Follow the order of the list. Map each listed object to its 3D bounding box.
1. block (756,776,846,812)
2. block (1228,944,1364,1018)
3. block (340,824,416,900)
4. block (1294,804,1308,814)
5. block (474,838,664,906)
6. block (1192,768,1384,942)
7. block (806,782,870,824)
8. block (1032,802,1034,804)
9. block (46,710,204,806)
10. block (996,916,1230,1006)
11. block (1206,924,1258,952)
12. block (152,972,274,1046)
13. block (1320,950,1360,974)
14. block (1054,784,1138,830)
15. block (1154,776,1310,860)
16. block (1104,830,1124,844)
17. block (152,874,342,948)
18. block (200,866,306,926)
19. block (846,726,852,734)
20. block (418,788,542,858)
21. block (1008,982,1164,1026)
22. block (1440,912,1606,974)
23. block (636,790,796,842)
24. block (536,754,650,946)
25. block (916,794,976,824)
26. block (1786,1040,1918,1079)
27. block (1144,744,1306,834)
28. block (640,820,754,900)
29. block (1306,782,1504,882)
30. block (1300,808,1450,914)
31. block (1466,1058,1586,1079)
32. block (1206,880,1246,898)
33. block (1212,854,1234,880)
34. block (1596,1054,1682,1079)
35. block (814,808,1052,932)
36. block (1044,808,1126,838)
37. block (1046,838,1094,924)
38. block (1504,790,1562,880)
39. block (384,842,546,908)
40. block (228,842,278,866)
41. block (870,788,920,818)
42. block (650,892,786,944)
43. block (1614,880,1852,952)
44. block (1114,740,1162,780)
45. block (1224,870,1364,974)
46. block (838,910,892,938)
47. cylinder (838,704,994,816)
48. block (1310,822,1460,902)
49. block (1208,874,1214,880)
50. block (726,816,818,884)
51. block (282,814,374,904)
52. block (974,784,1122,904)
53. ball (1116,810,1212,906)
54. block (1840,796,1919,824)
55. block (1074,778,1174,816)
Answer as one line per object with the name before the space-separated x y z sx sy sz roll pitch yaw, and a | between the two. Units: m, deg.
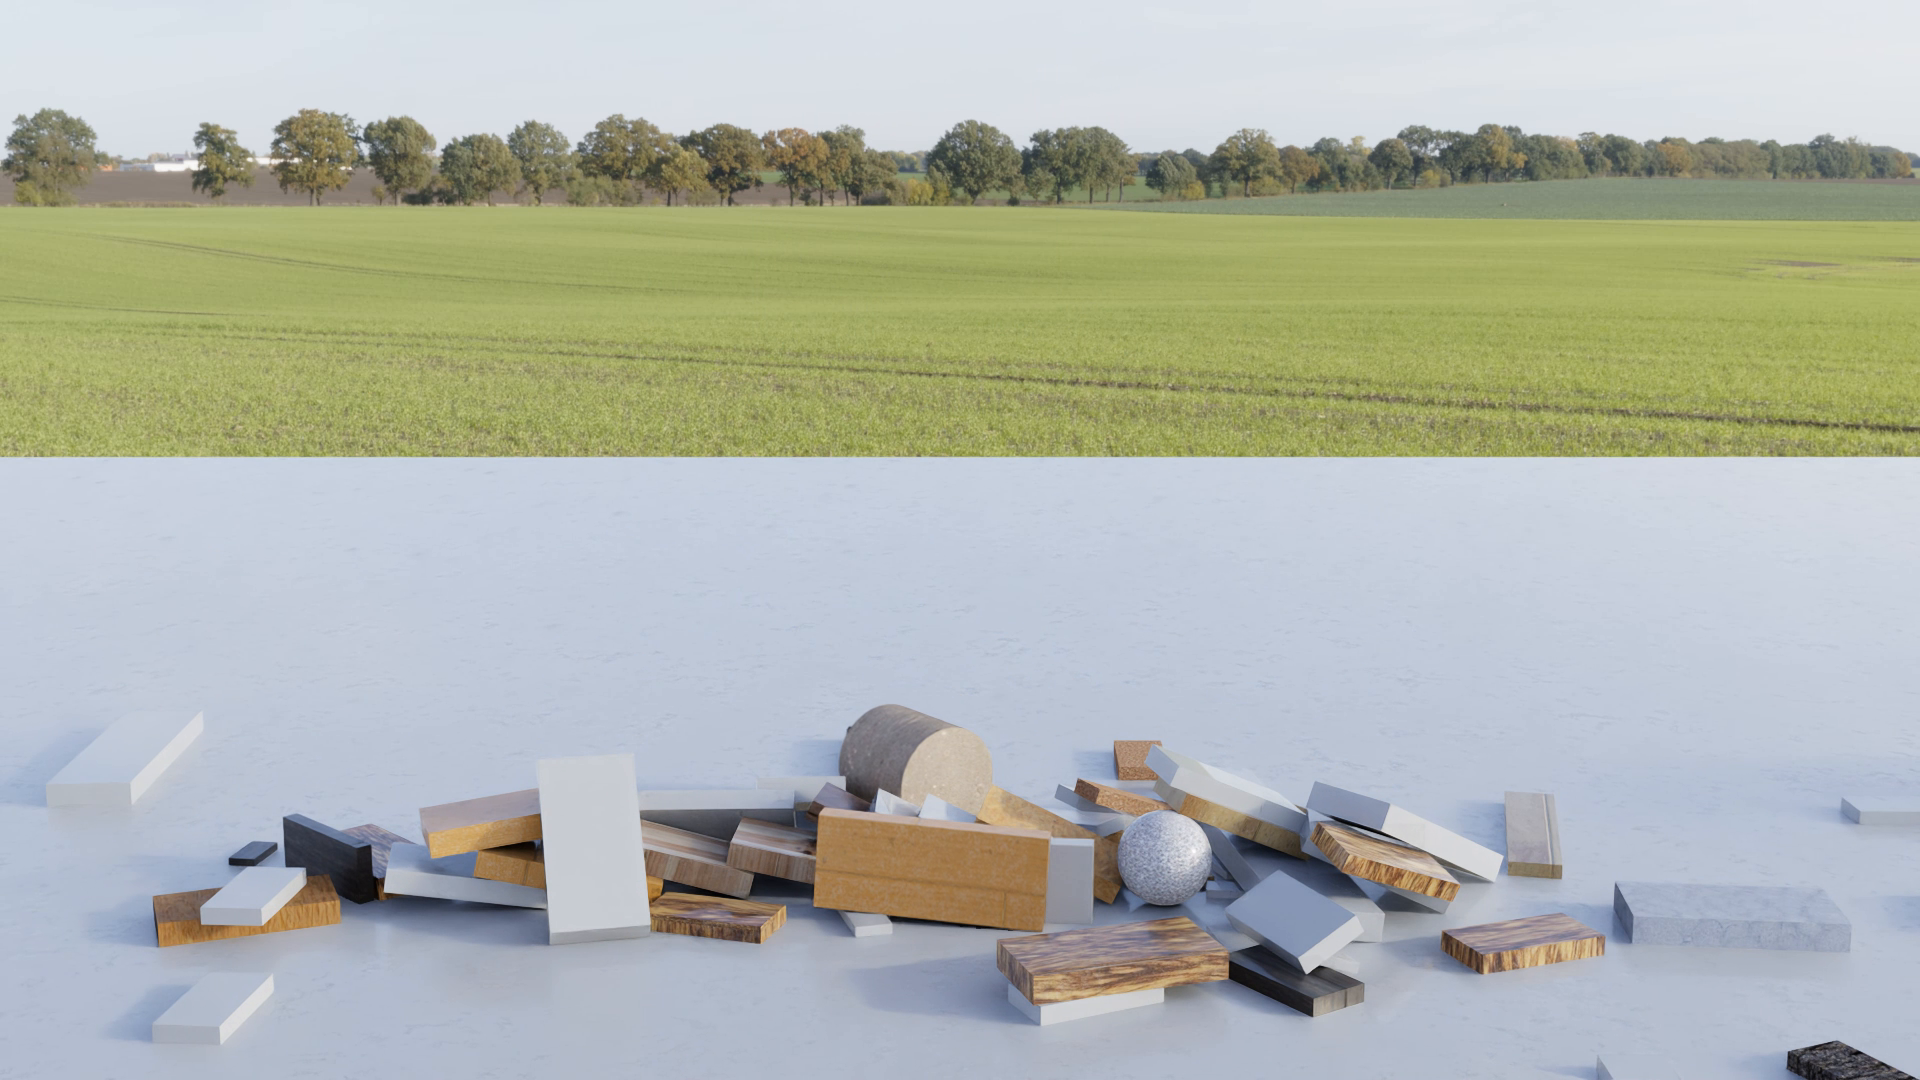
block | -0.290 0.460 3.968 0.153 0.043 0.306 -1 -10 -6
block | 0.491 0.651 3.263 0.102 0.029 0.203 -7 13 -34
block | -1.004 0.551 3.775 0.138 0.039 0.275 -10 14 -43
block | 0.576 0.478 3.825 0.203 0.025 0.089 16 -13 47
block | -0.643 0.539 3.636 0.301 0.043 0.150 12 9 -9
block | 0.527 0.529 3.823 0.164 0.047 0.802 5 10 -9
block | -0.133 0.498 3.735 0.250 0.035 0.125 27 11 3
block | 0.081 0.515 4.002 0.089 0.025 0.177 1 11 8
block | -1.663 0.431 4.404 0.155 0.044 0.532 -1 11 -5
block | 0.224 0.618 3.242 0.306 0.043 0.153 -4 11 -19
block | 0.430 0.627 3.425 0.060 0.017 0.120 -2 11 -11
block | -1.070 0.671 3.157 0.097 0.028 0.194 1 11 4
block | 0.555 0.628 3.329 0.060 0.017 0.120 15 0 -10
block | 0.272 0.495 4.004 0.096 0.027 0.235 18 0 -28
block | 0.460 0.463 3.694 0.253 0.036 0.126 22 5 -18
block | 0.225 0.526 3.860 0.130 0.018 0.065 -8 13 -38
block | -1.148 0.595 3.537 0.275 0.039 0.138 -4 11 -23
block | -1.124 0.567 3.506 0.097 0.028 0.194 1 11 4
block | -0.171 0.428 4.446 0.125 0.035 0.250 0 11 0
block | -0.731 0.457 3.632 0.301 0.043 0.150 -8 11 -18
block | 0.184 0.660 3.211 0.203 0.029 0.102 -5 12 -26
block | 0.871 0.623 3.403 0.222 0.031 0.111 -4 11 -21
block | -0.429 0.493 3.813 0.286 0.143 0.041 0 47 -2
block | -0.589 0.492 3.523 0.155 0.044 0.310 -3 55 -14
block | 0.049 0.515 3.676 0.261 0.037 0.131 26 12 1
block | 1.199 0.716 2.919 0.090 0.025 0.179 -5 12 -24
block | 0.445 0.418 3.692 0.253 0.036 0.126 22 5 -18
block | -0.493 0.523 3.687 0.301 0.043 0.150 15 8 -5
block | 0.747 0.490 3.686 0.329 0.047 0.164 26 -8 -38
block | 0.686 0.530 3.635 0.253 0.036 0.126 24 12 2
block | 0.681 0.736 2.674 0.155 0.044 0.311 7 17 17
block | 0.457 0.584 3.666 0.092 0.013 0.046 1 11 7
block | 0.460 0.562 3.785 0.046 0.013 0.092 -4 11 -19
block | 0.904 0.723 2.882 0.090 0.025 0.179 0 11 1
block | -0.045 0.527 3.522 0.371 0.153 0.043 5 9 7
block | 0.193 0.501 3.885 0.177 0.025 0.089 -1 6 38
block | 0.084 0.546 3.548 0.261 0.131 0.037 1 9 8
block | 1.026 0.526 3.947 0.090 0.025 0.417 2 11 13
block | -0.803 0.554 3.628 0.275 0.039 0.138 8 9 -12
block | -1.238 0.549 3.852 0.047 0.013 0.094 1 11 7
block | -0.035 0.507 3.726 0.250 0.035 0.125 25 11 -4
block | -0.395 0.603 3.518 0.209 0.029 0.102 3 11 18
block | 1.224 0.598 3.498 0.329 0.047 0.164 1 11 6
block | 0.361 0.440 4.401 0.096 0.027 0.192 0 11 1
block | 0.505 0.579 3.349 0.111 0.031 0.222 -33 21 -14
block | -0.156 0.605 3.544 0.060 0.017 0.145 -3 11 -16
cylinder | -0.081 0.421 4.026 0.203 0.203 0.203 -8 13 -35
block | 0.682 0.516 3.527 0.222 0.031 0.111 18 14 -24
block | 0.379 0.573 3.724 0.092 0.013 0.046 -4 11 -20
block | -0.239 0.535 3.697 0.286 0.041 0.143 12 11 0
block | -1.064 0.535 3.700 0.240 0.097 0.028 10 15 43
block | 0.152 0.507 3.677 0.261 0.037 0.131 25 22 3
ball | 0.336 0.521 3.611 0.156 0.156 0.156 0 11 0
block | 1.740 0.502 4.076 0.179 0.025 0.090 0 11 0
block | 0.313 0.479 4.000 0.192 0.027 0.096 18 0 -22
